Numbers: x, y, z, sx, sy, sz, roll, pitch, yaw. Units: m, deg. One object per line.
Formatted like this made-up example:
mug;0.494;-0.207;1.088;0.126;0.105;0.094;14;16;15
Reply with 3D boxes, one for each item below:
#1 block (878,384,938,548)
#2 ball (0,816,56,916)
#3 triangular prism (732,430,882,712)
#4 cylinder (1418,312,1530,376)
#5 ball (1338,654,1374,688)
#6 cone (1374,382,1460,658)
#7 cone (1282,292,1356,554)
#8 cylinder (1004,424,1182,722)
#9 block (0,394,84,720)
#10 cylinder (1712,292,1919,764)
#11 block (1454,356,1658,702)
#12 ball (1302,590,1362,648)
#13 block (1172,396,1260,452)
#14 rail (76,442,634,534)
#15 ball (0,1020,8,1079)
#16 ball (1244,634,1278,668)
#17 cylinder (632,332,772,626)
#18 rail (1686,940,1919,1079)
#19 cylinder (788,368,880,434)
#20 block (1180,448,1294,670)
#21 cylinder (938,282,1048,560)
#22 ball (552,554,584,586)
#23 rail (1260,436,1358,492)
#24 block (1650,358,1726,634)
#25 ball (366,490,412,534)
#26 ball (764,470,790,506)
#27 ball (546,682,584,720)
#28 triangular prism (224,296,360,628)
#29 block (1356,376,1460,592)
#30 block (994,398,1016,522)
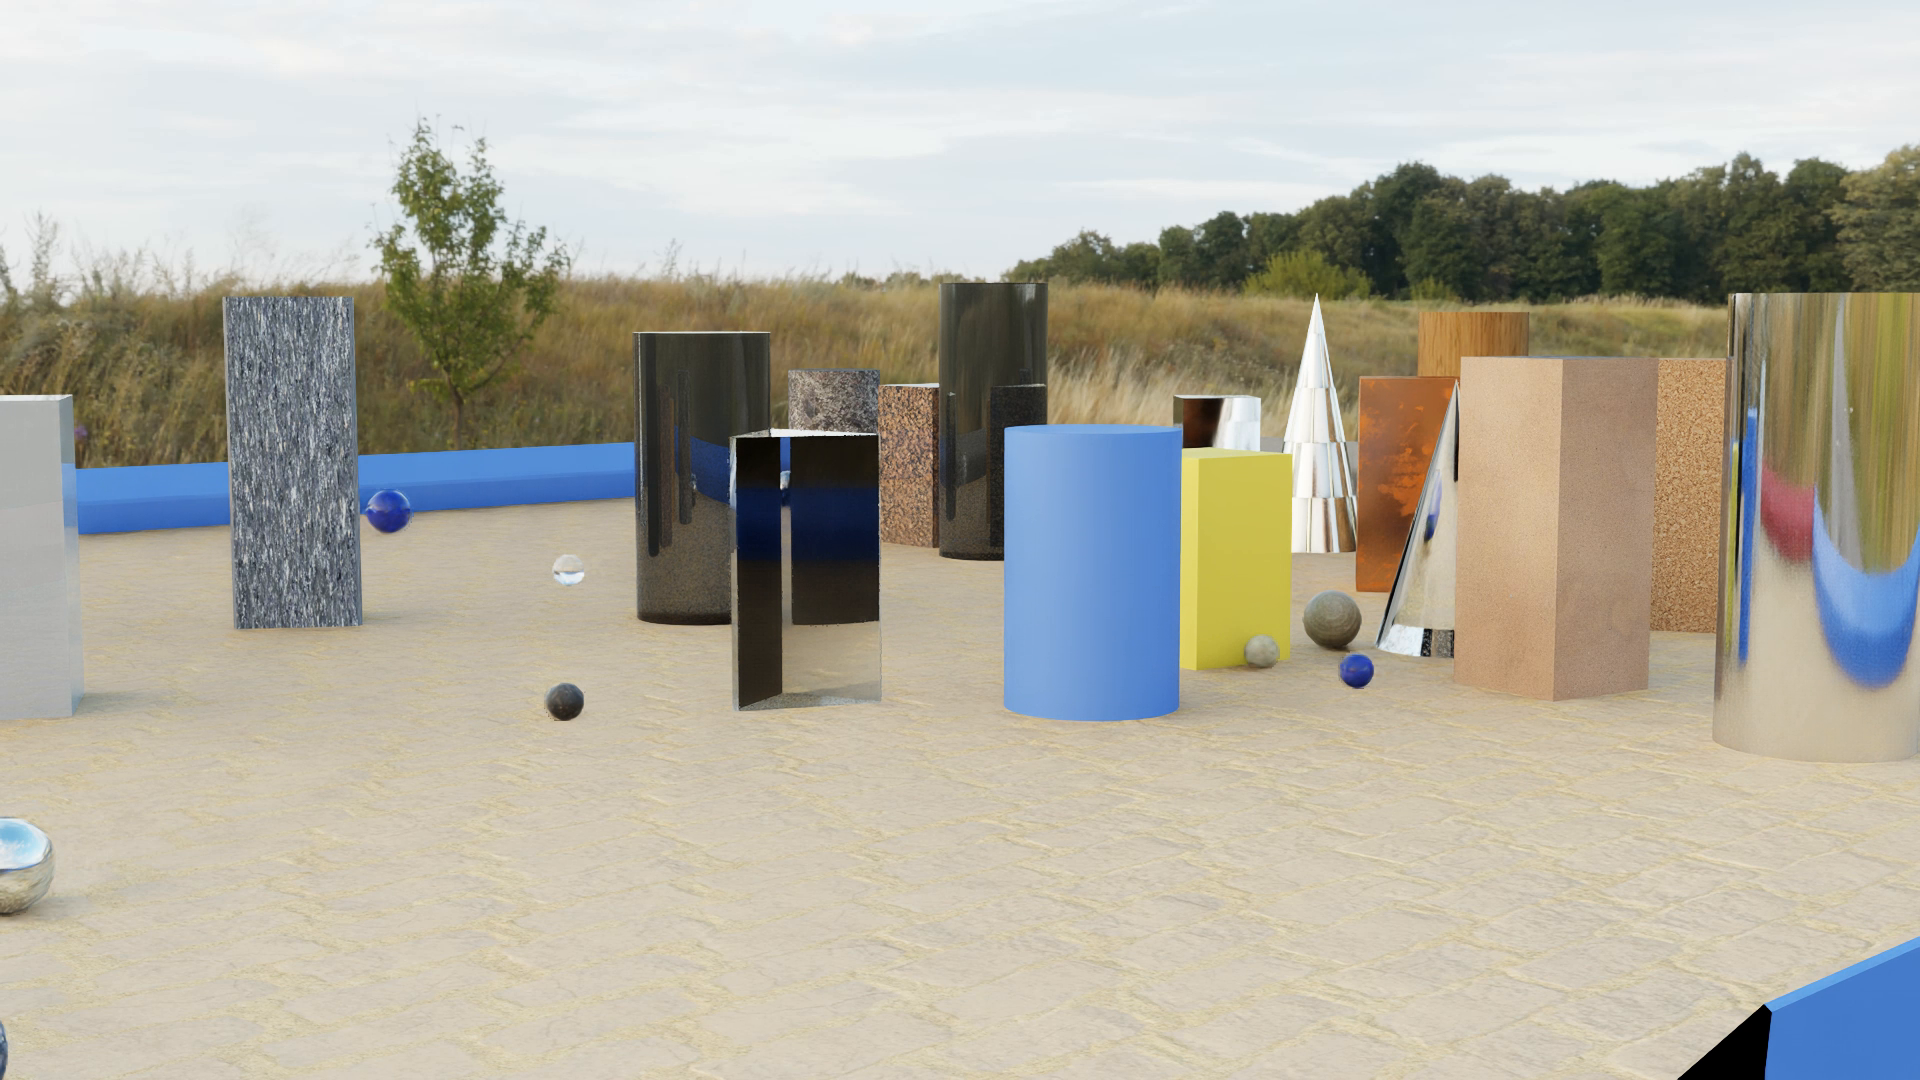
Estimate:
block;-0.046;-0.146;4.230;0.159;0.302;0.159;-5;8;-42
ball;-0.707;0.241;1.626;0.072;0.072;0.072;0;6;0
triangular prism;-0.195;0.029;2.536;0.172;0.306;0.149;-2;6;-19
cylinder;0.940;-0.197;4.049;0.198;0.442;0.198;0;6;0
ball;0.469;0.155;2.603;0.041;0.041;0.041;0;6;0
cone;0.652;-0.035;2.905;0.198;0.355;0.198;0;6;0
cone;0.666;-0.224;4.127;0.198;0.478;0.198;0;6;0
cylinder;0.149;0.031;2.474;0.198;0.313;0.198;0;6;0
block;-1.076;0.016;2.455;0.159;0.348;0.159;-2;6;-17
cylinder;0.880;-0.019;2.244;0.198;0.462;0.198;0;6;0
block;0.703;-0.021;2.601;0.159;0.390;0.159;-4;7;-32
ball;0.492;0.105;2.906;0.077;0.077;0.077;0;6;0
block;0.534;-0.167;4.600;0.159;0.266;0.159;0;6;-2
rail;-1.319;-0.115;4.754;4.100;0.129;0.045;-5;8;-42
ball;-0.560;0.279;1.183;0.088;0.088;0.088;0;6;0
ball;0.375;0.140;2.744;0.042;0.042;0.042;0;6;0
cylinder;-0.373;-0.094;3.196;0.198;0.413;0.198;0;6;0
rail;1.319;0.182;1.910;4.100;0.129;0.045;-5;8;-42
cylinder;-0.271;-0.208;4.750;0.198;0.318;0.198;0;6;0
block;0.313;0.020;2.826;0.159;0.263;0.159;-4;7;-35
cylinder;0.060;-0.218;3.999;0.198;0.493;0.198;0;6;0
ball;-0.635;0.049;3.569;0.051;0.051;0.051;0;6;0
rail;1.489;-0.109;4.699;0.045;0.129;3.937;-5;8;-42
block;1.060;-0.066;3.102;0.159;0.376;0.159;2;6;20
ball;-1.147;-0.057;4.413;0.087;0.087;0.087;0;6;0
ball;-0.410;-0.121;5.042;0.083;0.083;0.083;0;6;0
ball;-0.430;0.176;2.397;0.041;0.041;0.041;0;6;0
triangular prism;-0.948;-0.115;3.153;0.172;0.464;0.149;-1;6;-10
block;0.721;-0.092;3.540;0.159;0.338;0.159;1;6;9
block;0.006;-0.174;4.701;0.159;0.259;0.159;-4;7;-36
